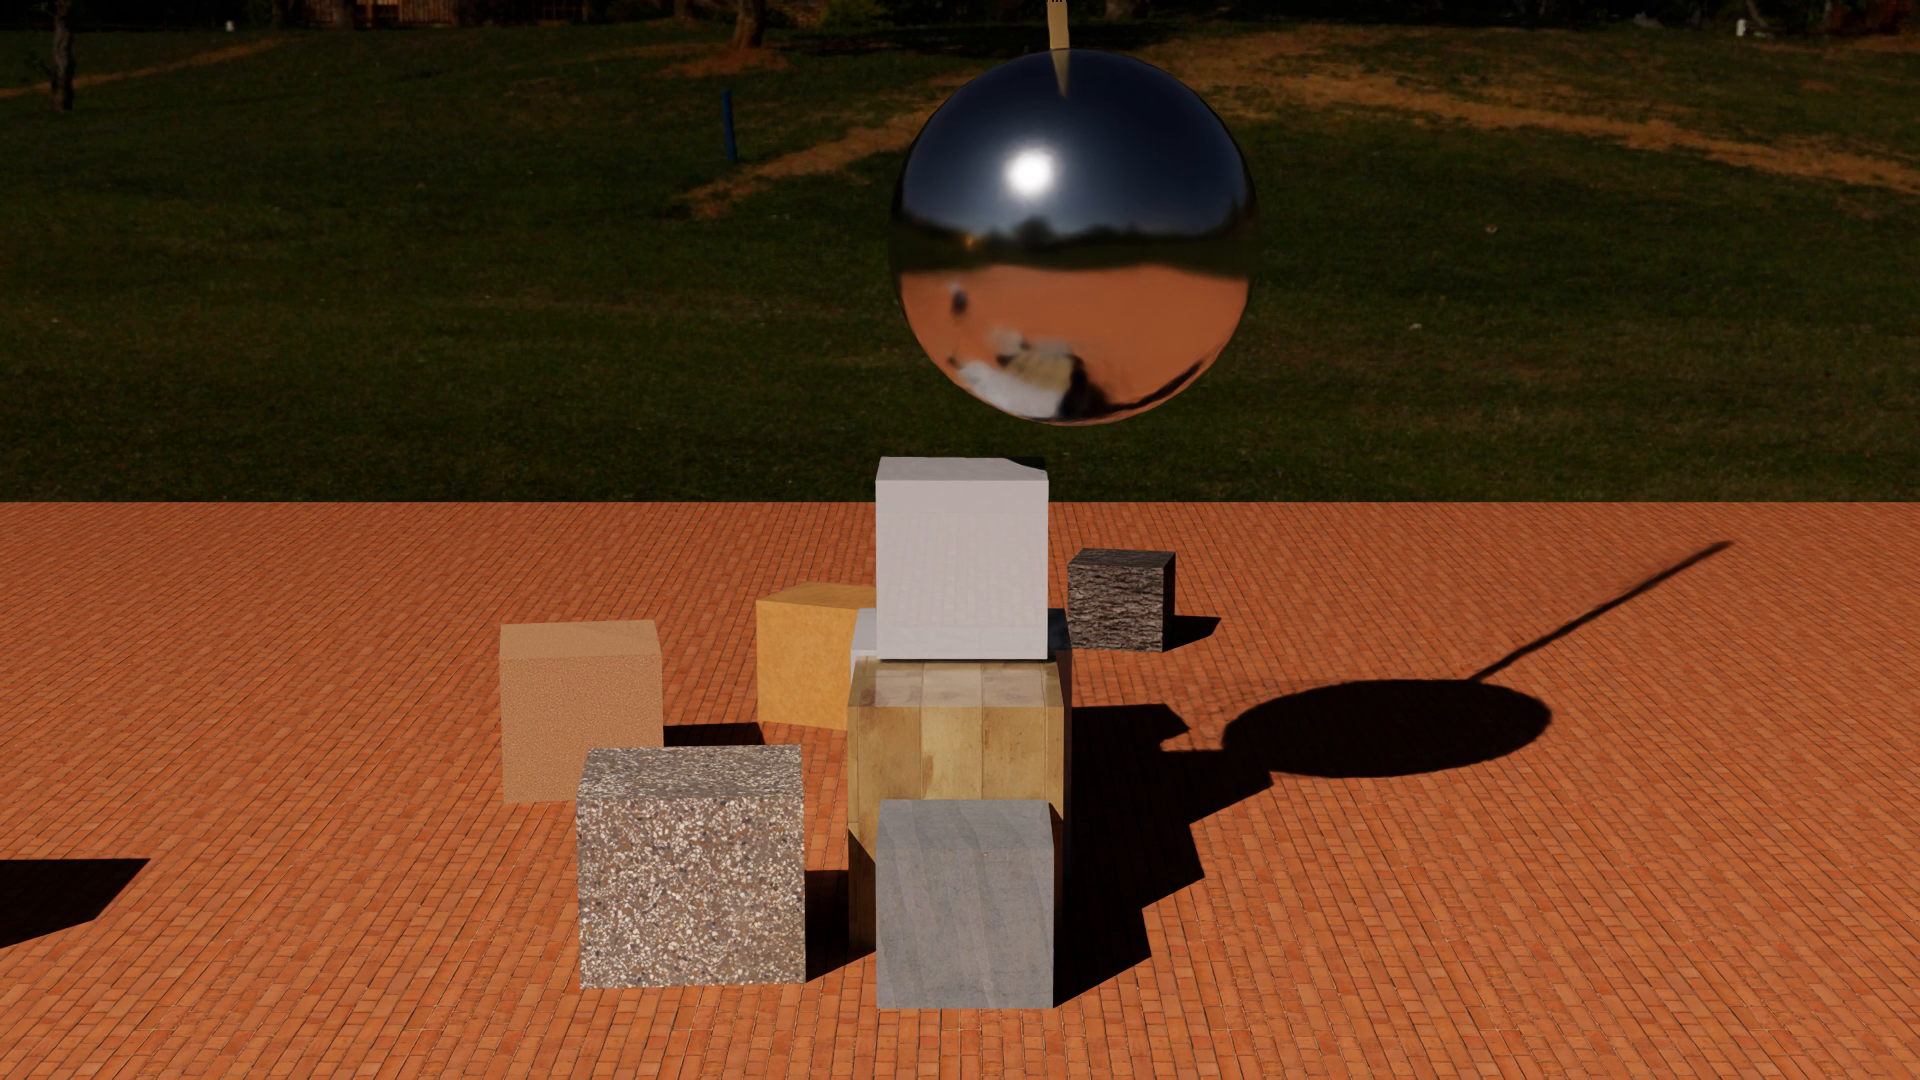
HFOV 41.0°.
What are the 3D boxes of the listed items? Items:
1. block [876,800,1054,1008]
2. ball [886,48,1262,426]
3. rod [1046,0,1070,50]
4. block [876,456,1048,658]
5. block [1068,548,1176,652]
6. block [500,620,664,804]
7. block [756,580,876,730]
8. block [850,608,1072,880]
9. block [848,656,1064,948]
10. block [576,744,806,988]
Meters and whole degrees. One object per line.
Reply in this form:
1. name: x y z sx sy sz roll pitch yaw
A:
1. block: 0.018 1.412 10.028 0.671 0.633 0.663 0 10 0
2. ball: 0.485 -1.286 10.947 1.600 1.600 1.600 0 10 0
3. rod: 0.210 -4.620 10.340 0.080 5.200 0.080 -5 10 1
4. block: 0.010 0.068 11.244 0.730 0.774 0.673 0 10 0
5. block: 1.013 0.371 16.044 0.592 0.529 0.568 2 11 12
6. block: -1.905 0.847 12.896 0.780 0.719 0.813 -2 10 -9
7. block: -0.663 0.638 14.176 0.715 0.673 0.595 5 11 24
8. block: 0.007 0.908 11.678 0.963 1.035 0.894 0 10 0
9. block: -0.017 1.082 10.790 0.866 1.010 0.915 0 10 0
10. block: -1.068 1.297 10.315 0.873 0.758 0.777 -1 10 -4
